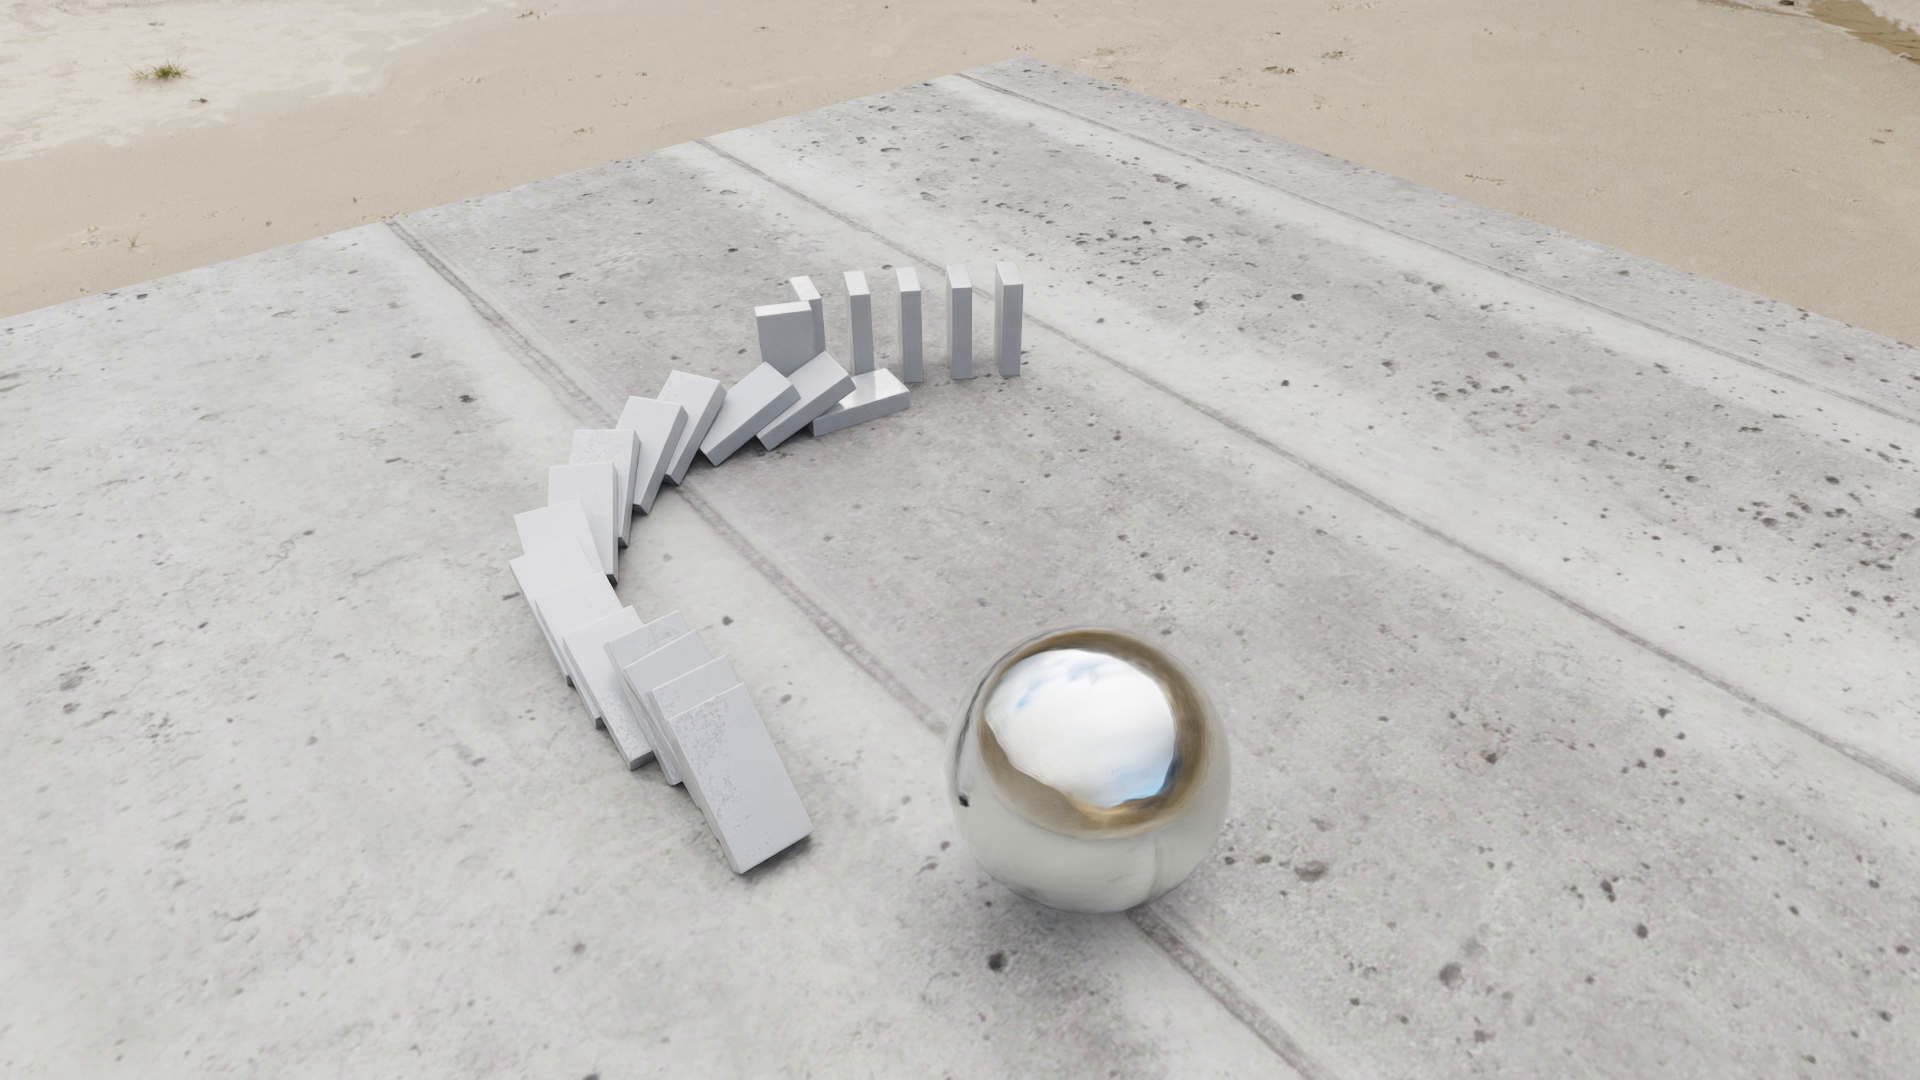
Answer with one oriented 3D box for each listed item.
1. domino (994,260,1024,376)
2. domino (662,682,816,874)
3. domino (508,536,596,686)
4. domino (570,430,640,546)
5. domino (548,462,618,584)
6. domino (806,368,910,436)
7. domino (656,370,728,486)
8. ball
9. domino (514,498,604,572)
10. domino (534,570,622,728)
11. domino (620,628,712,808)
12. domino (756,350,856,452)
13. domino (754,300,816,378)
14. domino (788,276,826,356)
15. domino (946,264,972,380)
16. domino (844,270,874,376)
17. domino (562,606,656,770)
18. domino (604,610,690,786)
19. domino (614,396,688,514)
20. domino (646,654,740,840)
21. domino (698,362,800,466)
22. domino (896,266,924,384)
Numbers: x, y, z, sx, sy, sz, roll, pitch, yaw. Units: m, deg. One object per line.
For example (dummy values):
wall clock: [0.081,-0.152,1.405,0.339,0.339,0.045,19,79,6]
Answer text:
domino: [0.024,-0.109,0.545,0.009,0.050,0.025,-5,40,-6]
domino: [-0.067,0.071,0.331,0.025,0.010,0.050,-25,89,-28]
domino: [-0.140,0.025,0.397,0.025,0.010,0.050,-25,70,-25]
domino: [-0.148,-0.022,0.454,0.025,0.009,0.050,-1,65,-1]
domino: [-0.149,-0.006,0.435,0.025,0.009,0.050,-5,65,-7]
domino: [-0.052,-0.066,0.524,0.050,0.010,0.025,-20,43,-23]
domino: [-0.126,-0.050,0.488,0.025,0.010,0.050,15,67,18]
ball: [0.035,0.064,0.310,0.080,0.080,0.080,0,39,0]
domino: [-0.149,0.010,0.415,0.025,0.009,0.050,-17,67,-19]
domino: [-0.125,0.037,0.382,0.025,0.010,0.050,-24,69,-27]
domino: [-0.083,0.057,0.348,0.025,0.009,0.050,-30,91,-28]
domino: [-0.075,-0.064,0.508,0.050,0.009,0.025,-37,48,-8]
domino: [-0.081,-0.086,0.517,0.025,0.050,0.009,-10,40,-12]
domino: [-0.073,-0.099,0.533,0.009,0.050,0.025,-14,41,-16]
domino: [-0.001,-0.107,0.542,0.009,0.050,0.025,-5,40,-6]
domino: [-0.049,-0.103,0.537,0.010,0.050,0.025,-7,40,-9]
domino: [-0.110,0.049,0.368,0.025,0.010,0.050,-26,70,-28]
domino: [-0.093,0.051,0.356,0.025,0.010,0.050,-25,89,-28]
domino: [-0.138,-0.037,0.472,0.025,0.009,0.050,10,66,12]
domino: [-0.074,0.064,0.340,0.025,0.010,0.050,-25,89,-28]
domino: [-0.100,-0.058,0.499,0.050,0.009,0.025,-41,51,-11]
domino: [-0.025,-0.105,0.540,0.010,0.050,0.025,-5,40,-7]
